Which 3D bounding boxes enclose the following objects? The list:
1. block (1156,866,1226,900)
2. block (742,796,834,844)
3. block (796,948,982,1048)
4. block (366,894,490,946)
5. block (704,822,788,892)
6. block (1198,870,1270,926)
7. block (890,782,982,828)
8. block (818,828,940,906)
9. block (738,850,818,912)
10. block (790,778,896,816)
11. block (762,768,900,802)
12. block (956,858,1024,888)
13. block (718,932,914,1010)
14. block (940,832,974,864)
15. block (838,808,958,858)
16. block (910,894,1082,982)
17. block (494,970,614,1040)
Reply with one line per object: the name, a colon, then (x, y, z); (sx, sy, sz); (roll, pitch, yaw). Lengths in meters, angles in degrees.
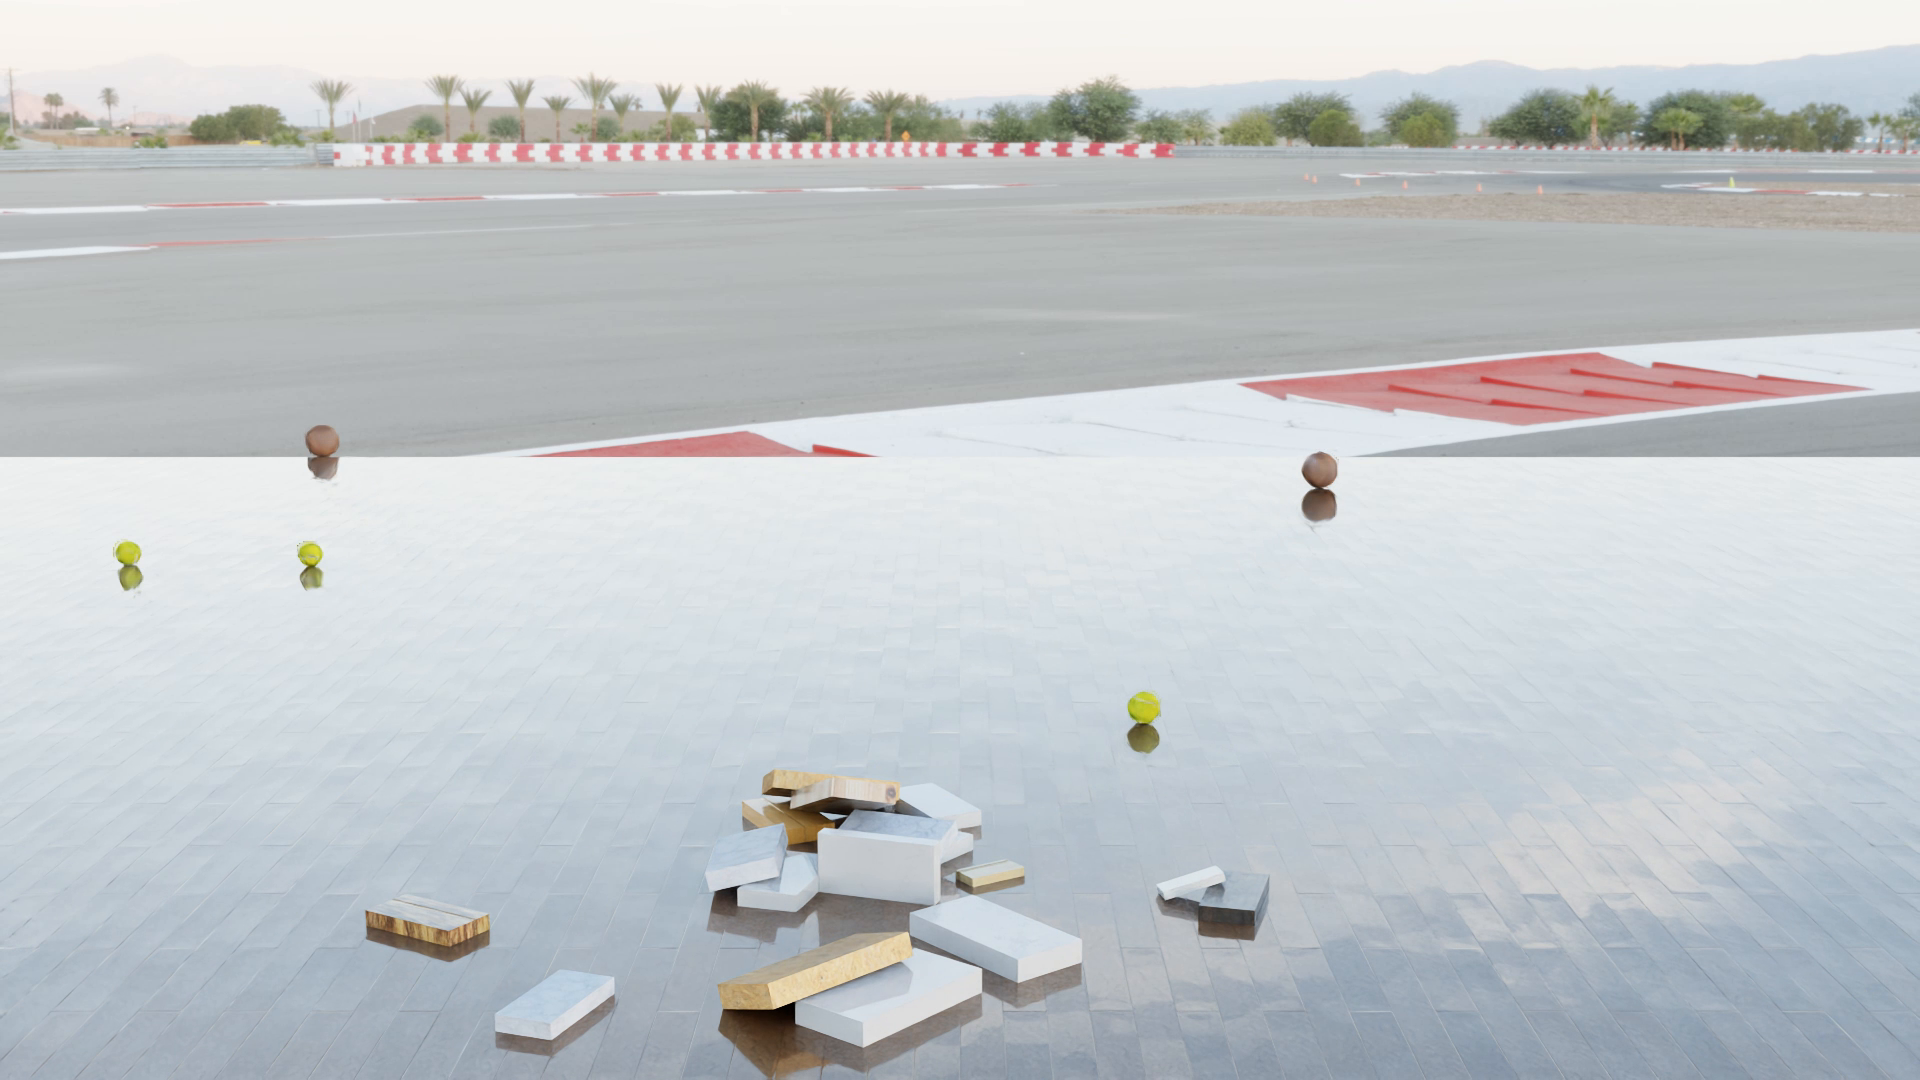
block: (0.383, 0.569, 3.650); (0.106, 0.015, 0.053); (-17, 6, -6)
block: (-0.315, 0.510, 4.022); (0.099, 0.028, 0.198); (-5, 12, -27)
block: (-0.101, 0.661, 3.188); (0.130, 0.037, 0.260); (9, 14, 39)
block: (-0.850, 0.606, 3.511); (0.181, 0.026, 0.090); (6, 12, 31)
block: (-0.361, 0.538, 3.742); (0.117, 0.033, 0.235); (-13, 6, 1)
block: (0.451, 0.587, 3.615); (0.090, 0.026, 0.181); (3, 11, 15)
block: (-0.051, 0.497, 4.092); (0.099, 0.028, 0.198); (-6, 12, -27)
block: (-0.135, 0.541, 3.648); (0.206, 0.103, 0.029); (4, 11, 19)
block: (-0.286, 0.571, 3.690); (0.103, 0.029, 0.206); (3, 11, 16)
block: (-0.209, 0.457, 3.907); (0.117, 0.033, 0.244); (9, -15, -19)
block: (-0.239, 0.459, 4.059); (0.235, 0.033, 0.117); (8, -15, -14)
block: (0.051, 0.567, 3.749); (0.106, 0.015, 0.053); (-7, 13, -33)
block: (-0.210, 0.630, 3.221); (0.260, 0.037, 0.130); (-13, -1, -40)
block: (-0.086, 0.531, 3.909); (0.198, 0.028, 0.099); (8, 13, 35)
block: (-0.118, 0.522, 3.841); (0.206, 0.029, 0.103); (3, 30, 29)
block: (0.053, 0.618, 3.420); (0.130, 0.037, 0.260); (-9, 14, -39)
block: (-0.583, 0.669, 3.173); (0.090, 0.026, 0.181); (4, 11, 20)
